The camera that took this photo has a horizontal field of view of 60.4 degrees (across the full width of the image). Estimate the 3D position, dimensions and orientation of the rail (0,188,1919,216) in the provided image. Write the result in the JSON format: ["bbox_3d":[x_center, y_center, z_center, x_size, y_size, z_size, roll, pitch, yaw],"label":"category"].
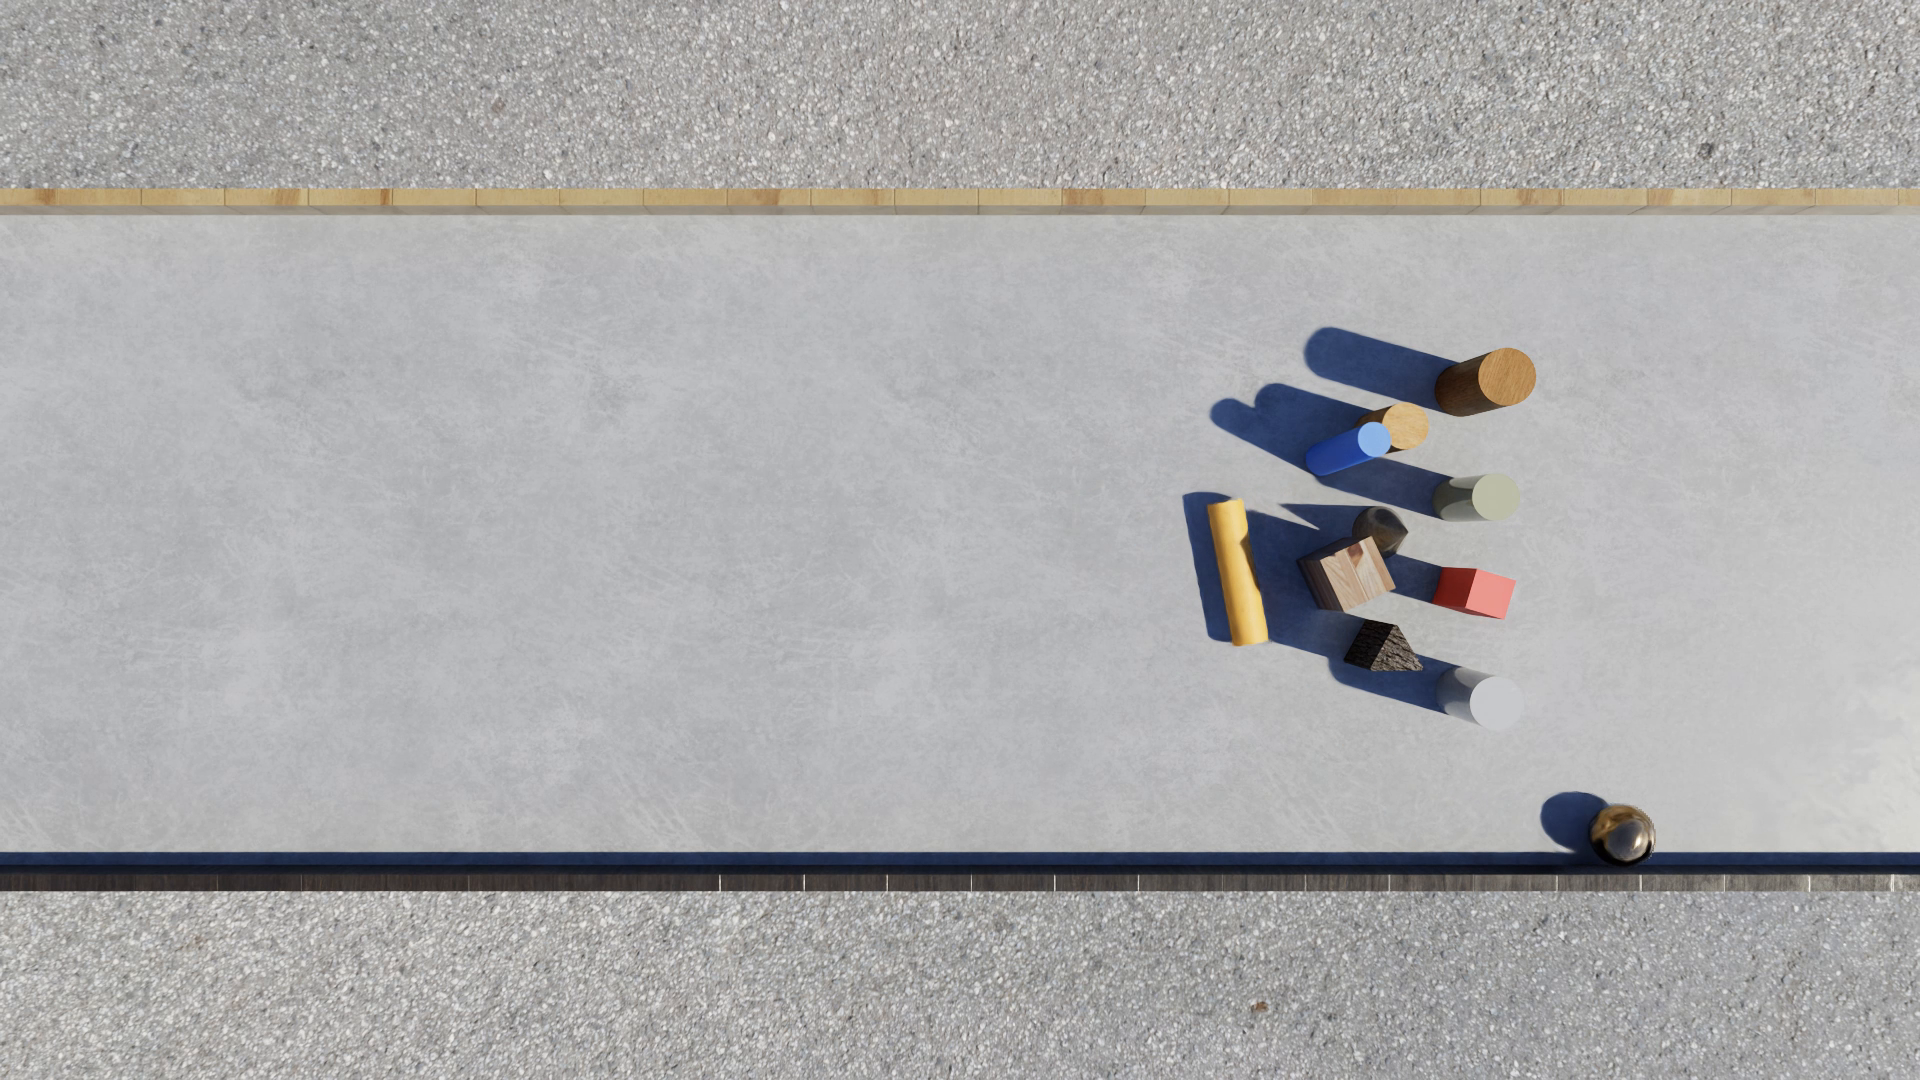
[{"bbox_3d":[-2.247,-1.025,5.002,12.000,0.150,0.050,0,90,0],"label":"rail"}]

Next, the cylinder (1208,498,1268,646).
[{"bbox_3d":[0.847,0.098,5.022,0.109,0.109,0.436,-11,90,0],"label":"cylinder"}]

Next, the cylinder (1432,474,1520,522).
[{"bbox_3d":[1.521,-0.122,4.877,0.136,0.399,0.136,0,90,0],"label":"cylinder"}]

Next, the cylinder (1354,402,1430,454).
[{"bbox_3d":[1.279,-0.327,4.911,0.136,0.328,0.136,0,90,-1],"label":"cylinder"}]

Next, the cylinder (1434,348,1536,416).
[{"bbox_3d":[1.542,-0.460,4.862,0.164,0.429,0.164,0,90,0],"label":"cylinder"}]

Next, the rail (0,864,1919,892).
[{"bbox_3d":[-2.247,1.025,5.001,12.000,0.150,0.050,0,90,0],"label":"rail"}]

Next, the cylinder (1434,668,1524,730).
[{"bbox_3d":[1.539,0.468,4.901,0.155,0.351,0.155,0,90,0],"label":"cylinder"}]

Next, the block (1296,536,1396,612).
[{"bbox_3d":[1.145,0.100,4.917,0.165,0.314,0.165,-25,90,-2],"label":"block"}]

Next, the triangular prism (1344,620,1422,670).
[{"bbox_3d":[1.255,0.308,4.910,0.149,0.334,0.129,-1,90,0],"label":"triangular prism"}]

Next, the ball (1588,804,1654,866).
[{"bbox_3d":[1.997,0.893,4.984,0.184,0.184,0.184,0,90,0],"label":"ball"}]

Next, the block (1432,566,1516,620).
[{"bbox_3d":[1.526,0.156,4.908,0.117,0.336,0.117,17,90,0],"label":"block"}]

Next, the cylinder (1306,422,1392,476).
[{"bbox_3d":[1.145,-0.267,4.882,0.101,0.375,0.101,1,84,-11],"label":"cylinder"}]

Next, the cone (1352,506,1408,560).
[{"bbox_3d":[1.289,-0.022,4.907,0.165,0.339,0.165,0,90,0],"label":"cone"}]
